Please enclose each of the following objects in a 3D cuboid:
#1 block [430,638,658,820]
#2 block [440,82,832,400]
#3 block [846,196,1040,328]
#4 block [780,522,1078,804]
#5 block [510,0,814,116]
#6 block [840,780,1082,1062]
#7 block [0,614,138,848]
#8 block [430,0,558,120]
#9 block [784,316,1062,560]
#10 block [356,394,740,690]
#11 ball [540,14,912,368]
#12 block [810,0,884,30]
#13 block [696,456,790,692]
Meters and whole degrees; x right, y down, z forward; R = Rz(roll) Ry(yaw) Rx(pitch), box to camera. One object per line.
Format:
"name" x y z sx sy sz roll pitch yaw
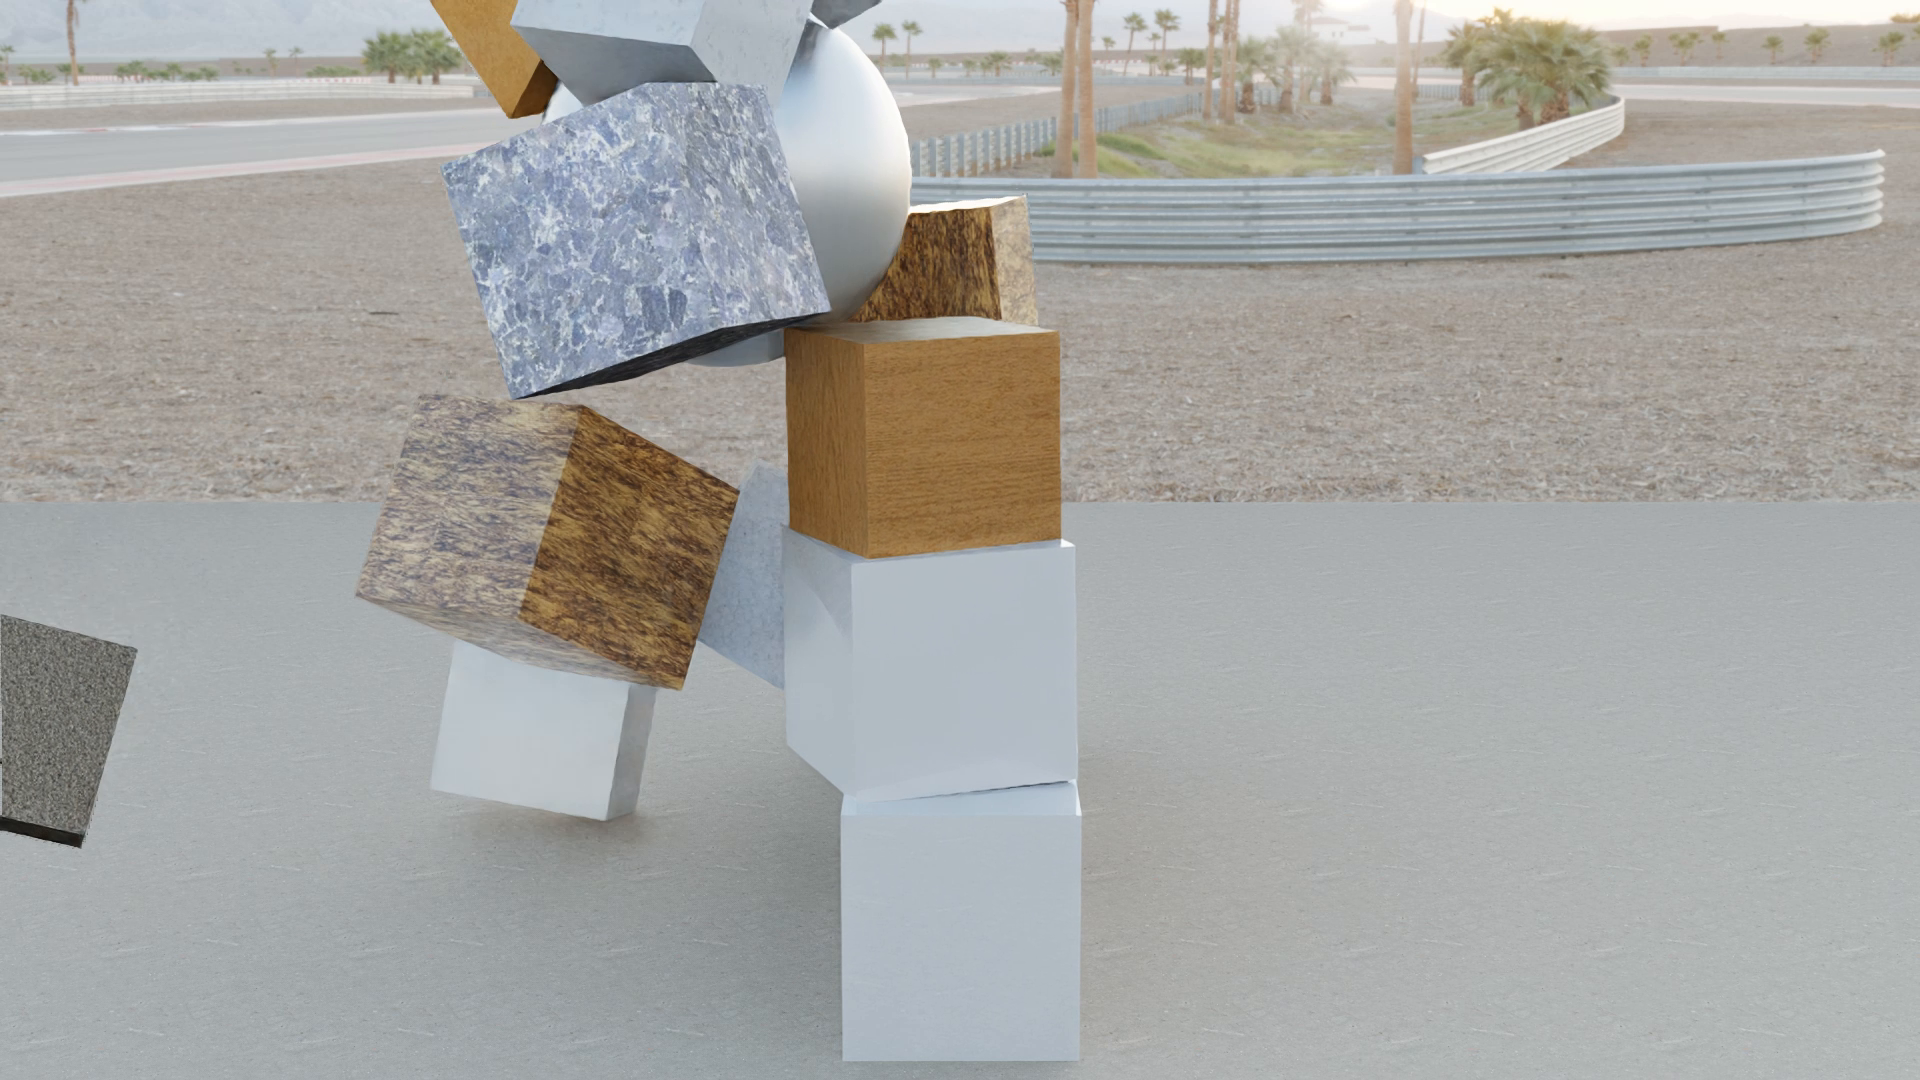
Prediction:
"block" -1.928 0.855 12.042 0.826 0.738 0.738 10 -2 4
"block" -1.170 -1.096 9.364 0.921 0.875 0.821 -16 2 25
"block" -0.117 -1.157 12.274 0.815 0.857 0.710 -3 10 16
"block" -0.128 0.411 9.695 0.856 0.880 0.905 -5 11 -19
"block" -1.099 -2.104 9.827 0.776 0.809 0.714 11 -16 23
"block" 0.004 1.342 9.619 0.853 0.917 0.933 0 10 0
"block" -3.905 0.769 10.541 0.800 0.774 0.787 16 -15 -16
"block" -1.730 -2.433 11.131 0.669 0.744 0.837 -21 -20 -42
"block" -0.144 -0.402 9.556 0.780 0.769 0.730 -6 12 -26
"block" -1.604 0.008 10.063 0.903 0.835 0.948 6 -15 37
"ball" -1.004 -1.535 10.901 1.600 1.600 1.600 0 10 0
"block" -0.501 -2.444 10.389 0.491 0.432 0.467 36 -23 -23
"block" -0.668 0.200 10.695 0.854 0.730 0.786 31 1 -7
